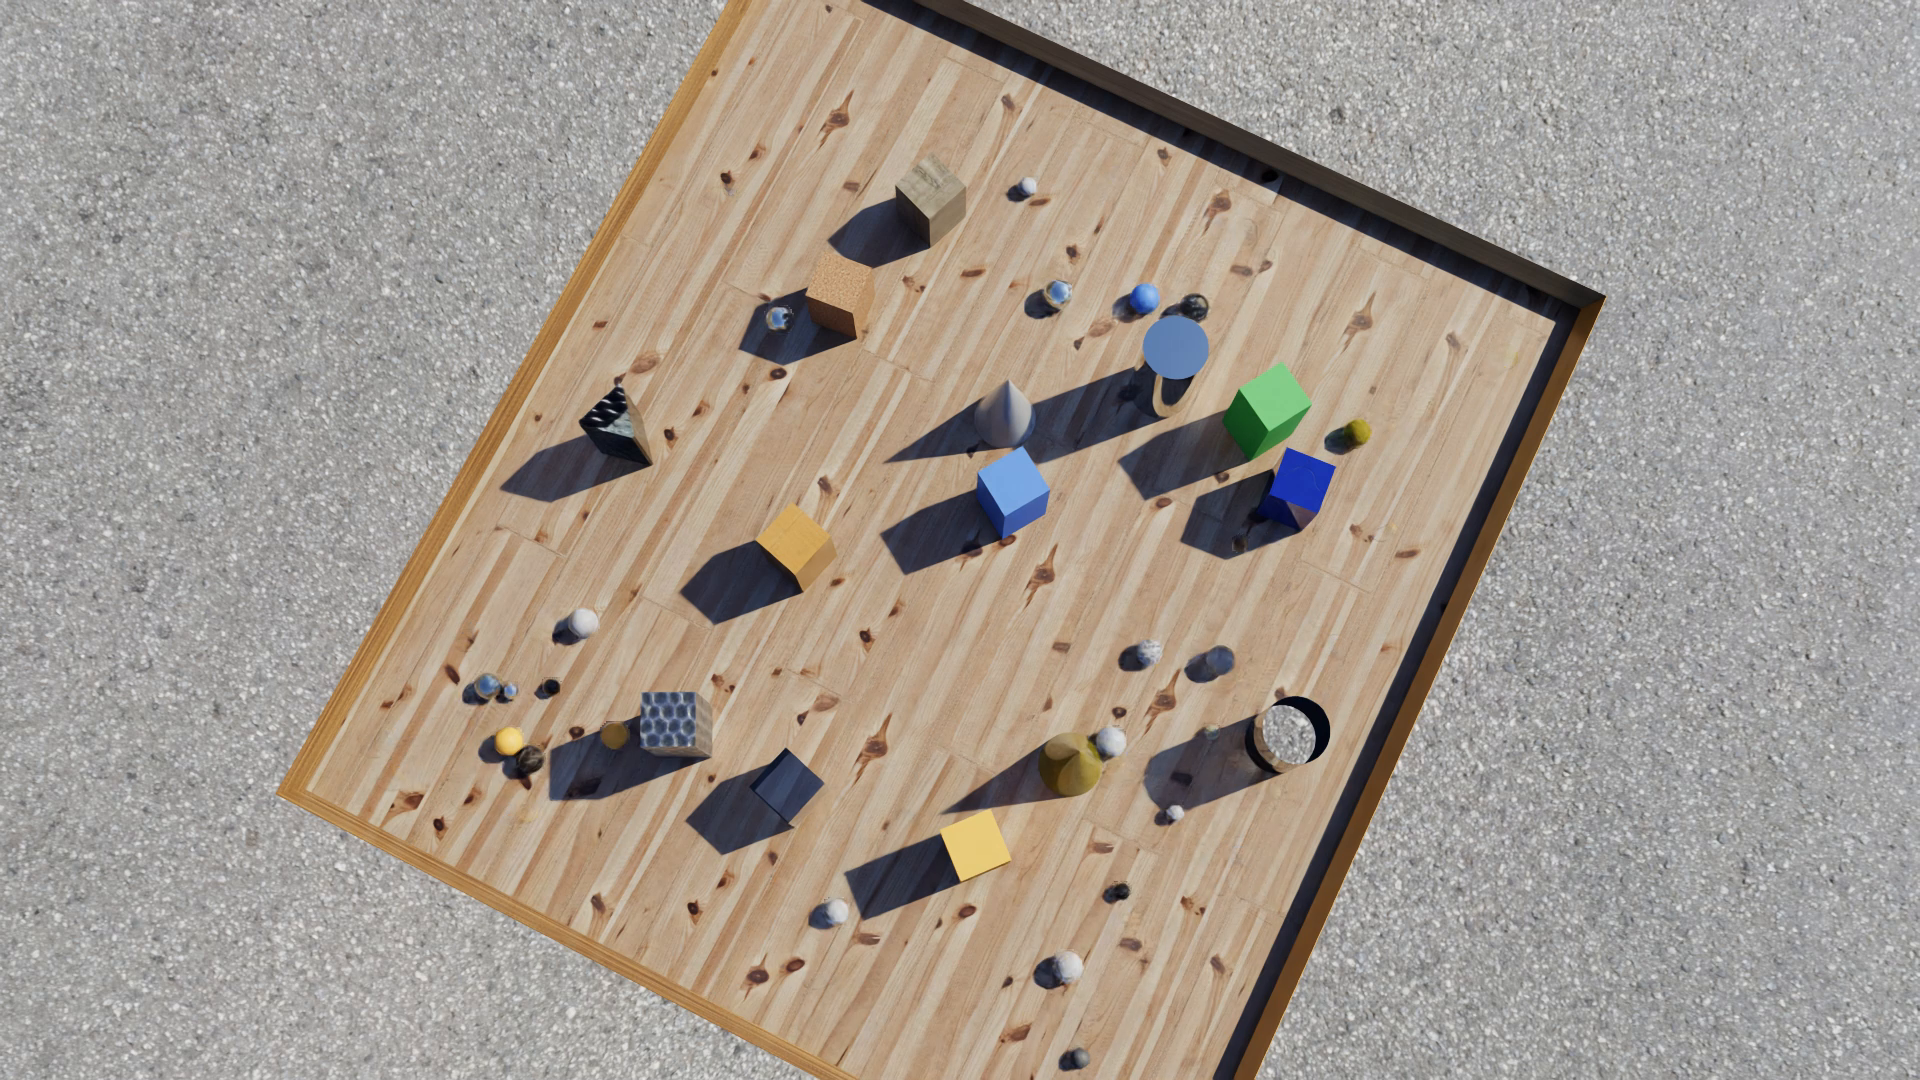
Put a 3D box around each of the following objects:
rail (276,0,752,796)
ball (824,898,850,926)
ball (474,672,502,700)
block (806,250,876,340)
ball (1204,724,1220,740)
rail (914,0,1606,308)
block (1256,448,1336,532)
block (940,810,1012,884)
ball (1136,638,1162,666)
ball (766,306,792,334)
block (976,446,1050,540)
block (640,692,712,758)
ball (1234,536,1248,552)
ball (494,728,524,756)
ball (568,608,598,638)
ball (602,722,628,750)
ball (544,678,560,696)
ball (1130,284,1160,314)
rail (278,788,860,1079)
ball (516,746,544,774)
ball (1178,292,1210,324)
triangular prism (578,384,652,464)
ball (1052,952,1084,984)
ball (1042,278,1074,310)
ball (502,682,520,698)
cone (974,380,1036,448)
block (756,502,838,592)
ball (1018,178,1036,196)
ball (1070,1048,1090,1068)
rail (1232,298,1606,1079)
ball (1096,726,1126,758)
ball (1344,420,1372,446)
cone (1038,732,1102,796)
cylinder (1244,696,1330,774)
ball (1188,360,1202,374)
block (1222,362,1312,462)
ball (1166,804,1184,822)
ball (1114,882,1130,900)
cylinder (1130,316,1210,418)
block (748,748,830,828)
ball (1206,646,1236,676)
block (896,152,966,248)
[{"bbox_3d":[-1.270,-0.615,5.679,0.045,0.125,3.147,26,80,5],"label":"rail"},{"bbox_3d":[-0.362,1.086,5.353,0.076,0.076,0.076,0,78,0],"label":"ball"},{"bbox_3d":[-1.411,0.437,5.486,0.080,0.080,0.080,0,78,0],"label":"ball"},{"bbox_3d":[-0.366,-0.753,5.642,0.154,0.254,0.154,21,79,4],"label":"block"},{"bbox_3d":[0.753,0.574,5.475,0.045,0.045,0.045,0,78,0],"label":"ball"},{"bbox_3d":[0.693,-1.351,5.831,2.887,0.125,0.045,26,80,5],"label":"rail"},{"bbox_3d":[1.008,-0.150,5.515,0.154,0.258,0.154,22,79,4],"label":"block"},{"bbox_3d":[0.044,0.883,5.272,0.154,0.316,0.154,-22,79,-4],"label":"block"},{"bbox_3d":[0.568,0.337,5.506,0.080,0.080,0.080,0,78,0],"label":"ball"},{"bbox_3d":[-0.565,-0.686,5.715,0.085,0.085,0.085,0,78,0],"label":"ball"},{"bbox_3d":[0.156,-0.138,5.477,0.154,0.329,0.154,-30,80,-6],"label":"block"},{"bbox_3d":[-0.819,0.540,5.320,0.154,0.362,0.154,-1,78,0],"label":"block"},{"bbox_3d":[0.858,0.011,5.591,0.045,0.045,0.045,0,78,0],"label":"ball"},{"bbox_3d":[-1.342,0.599,5.444,0.086,0.086,0.086,0,78,0],"label":"ball"},{"bbox_3d":[-1.135,0.249,5.520,0.089,0.089,0.089,0,78,0],"label":"ball"},{"bbox_3d":[-1.028,0.583,5.455,0.079,0.079,0.079,0,78,0],"label":"ball"},{"bbox_3d":[-1.224,0.441,5.500,0.050,0.050,0.050,0,78,0],"label":"ball"},{"bbox_3d":[0.577,-0.754,5.725,0.093,0.093,0.093,0,78,0],"label":"ball"},{"bbox_3d":[-0.693,1.364,5.270,2.887,0.125,0.045,26,80,5],"label":"rail"},{"bbox_3d":[-1.277,0.652,5.440,0.081,0.081,0.081,0,78,0],"label":"ball"},{"bbox_3d":[0.730,-0.722,5.717,0.096,0.096,0.096,0,78,0],"label":"ball"},{"bbox_3d":[-1.012,-0.355,5.517,0.166,0.339,0.144,15,79,3],"label":"triangular prism"},{"bbox_3d":[0.314,1.239,5.314,0.090,0.090,0.090,0,78,0],"label":"ball"},{"bbox_3d":[0.307,-0.770,5.727,0.096,0.096,0.096,0,78,0],"label":"ball"},{"bbox_3d":[-1.346,0.451,5.497,0.051,0.051,0.051,0,78,0],"label":"ball"},{"bbox_3d":[0.140,-0.421,5.487,0.192,0.424,0.192,0,78,0],"label":"cone"},{"bbox_3d":[-0.483,0.024,5.462,0.154,0.292,0.154,41,81,8],"label":"block"},{"bbox_3d":[0.215,-1.122,5.818,0.060,0.060,0.060,0,78,0],"label":"ball"},{"bbox_3d":[0.346,1.493,5.278,0.058,0.058,0.058,0,78,0],"label":"ball"},{"bbox_3d":[1.270,0.628,5.422,0.045,0.125,3.147,26,80,5],"label":"rail"},{"bbox_3d":[0.448,0.601,5.442,0.091,0.091,0.091,0,78,0],"label":"ball"},{"bbox_3d":[1.223,-0.330,5.641,0.085,0.085,0.085,0,78,0],"label":"ball"},{"bbox_3d":[0.330,0.626,5.263,0.192,0.439,0.192,0,78,0],"label":"cone"},{"bbox_3d":[0.949,0.569,5.328,0.192,0.334,0.192,0,78,0],"label":"cylinder"},{"bbox_3d":[0.729,-0.537,5.701,0.043,0.043,0.043,0,78,0],"label":"ball"},{"bbox_3d":[0.919,-0.382,5.512,0.154,0.360,0.154,-32,80,-6],"label":"block"},{"bbox_3d":[0.636,0.809,5.422,0.052,0.052,0.052,0,78,0],"label":"ball"},{"bbox_3d":[0.474,1.031,5.378,0.049,0.049,0.049,0,78,0],"label":"ball"},{"bbox_3d":[0.625,-0.515,5.509,0.192,0.419,0.192,0,78,0],"label":"cylinder"},{"bbox_3d":[-0.494,0.724,5.346,0.154,0.236,0.154,42,81,8],"label":"block"},{"bbox_3d":[0.781,0.361,5.495,0.091,0.091,0.091,0,78,0],"label":"ball"},{"bbox_3d":[-0.090,-1.056,5.709,0.154,0.248,0.154,-43,81,-8],"label":"block"}]
